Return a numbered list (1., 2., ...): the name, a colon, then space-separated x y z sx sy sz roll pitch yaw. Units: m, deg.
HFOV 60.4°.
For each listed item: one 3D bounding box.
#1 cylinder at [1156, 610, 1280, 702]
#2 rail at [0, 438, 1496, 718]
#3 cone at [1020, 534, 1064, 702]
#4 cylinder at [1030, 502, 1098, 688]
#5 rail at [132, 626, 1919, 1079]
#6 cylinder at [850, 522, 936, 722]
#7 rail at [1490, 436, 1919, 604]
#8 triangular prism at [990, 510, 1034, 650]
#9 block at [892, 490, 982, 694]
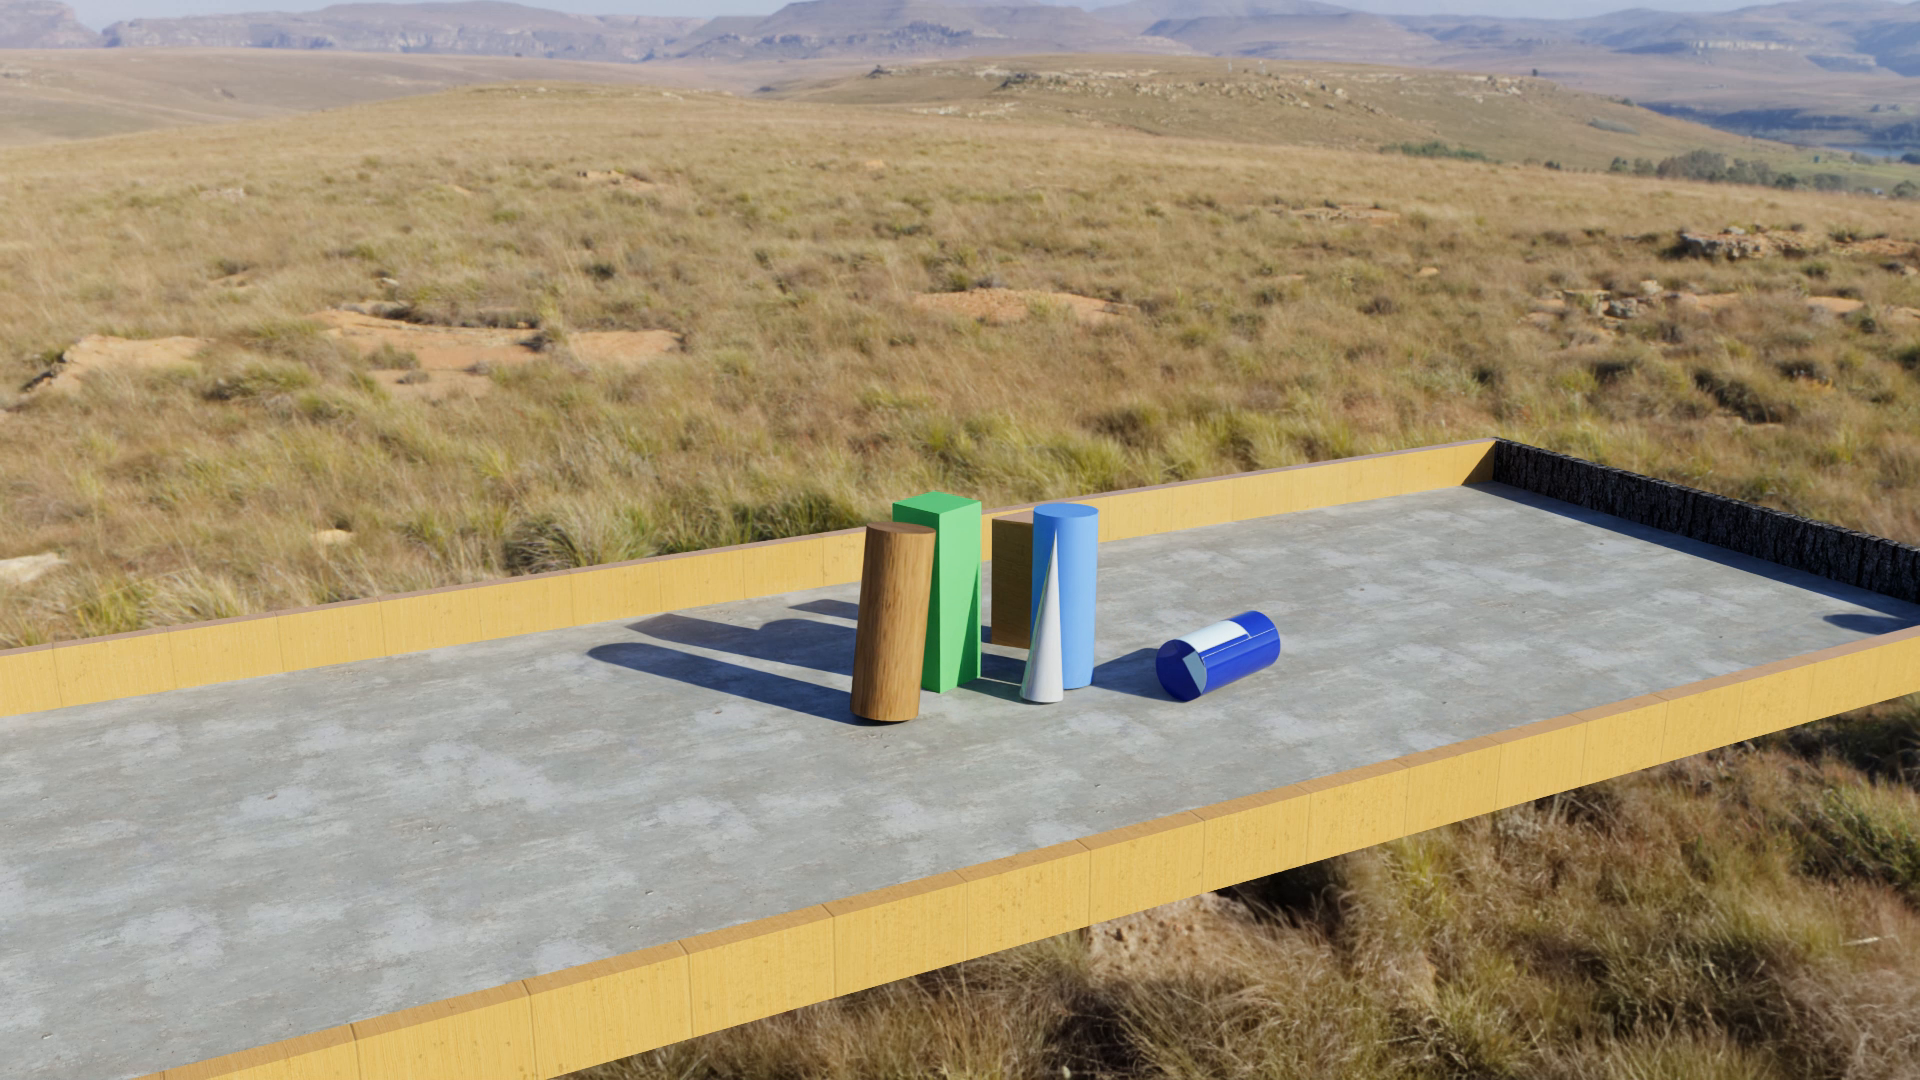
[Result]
1. cylinder: 0.645 0.286 4.109 0.155 0.155 0.309 16 23 43
2. rail: -3.305 0.497 3.399 12.000 0.150 0.050 -9 18 -27
3. cone: 0.215 0.178 3.995 0.108 0.415 0.108 4 10 -1
4. cylinder: 0.258 0.138 4.103 0.161 0.435 0.161 1 14 0
5. rail: -2.336 1.006 1.665 12.000 0.150 0.050 -9 18 -27
6. cylinder: -0.159 0.189 3.887 0.164 0.444 0.164 6 9 -1
7. rail: 2.466 -0.048 5.253 0.050 0.150 2.100 -9 18 -27
8. triangular prism: 0.168 0.102 4.389 0.136 0.348 0.117 7 18 23
9. block: -0.057 0.128 4.106 0.154 0.460 0.154 14 21 39
